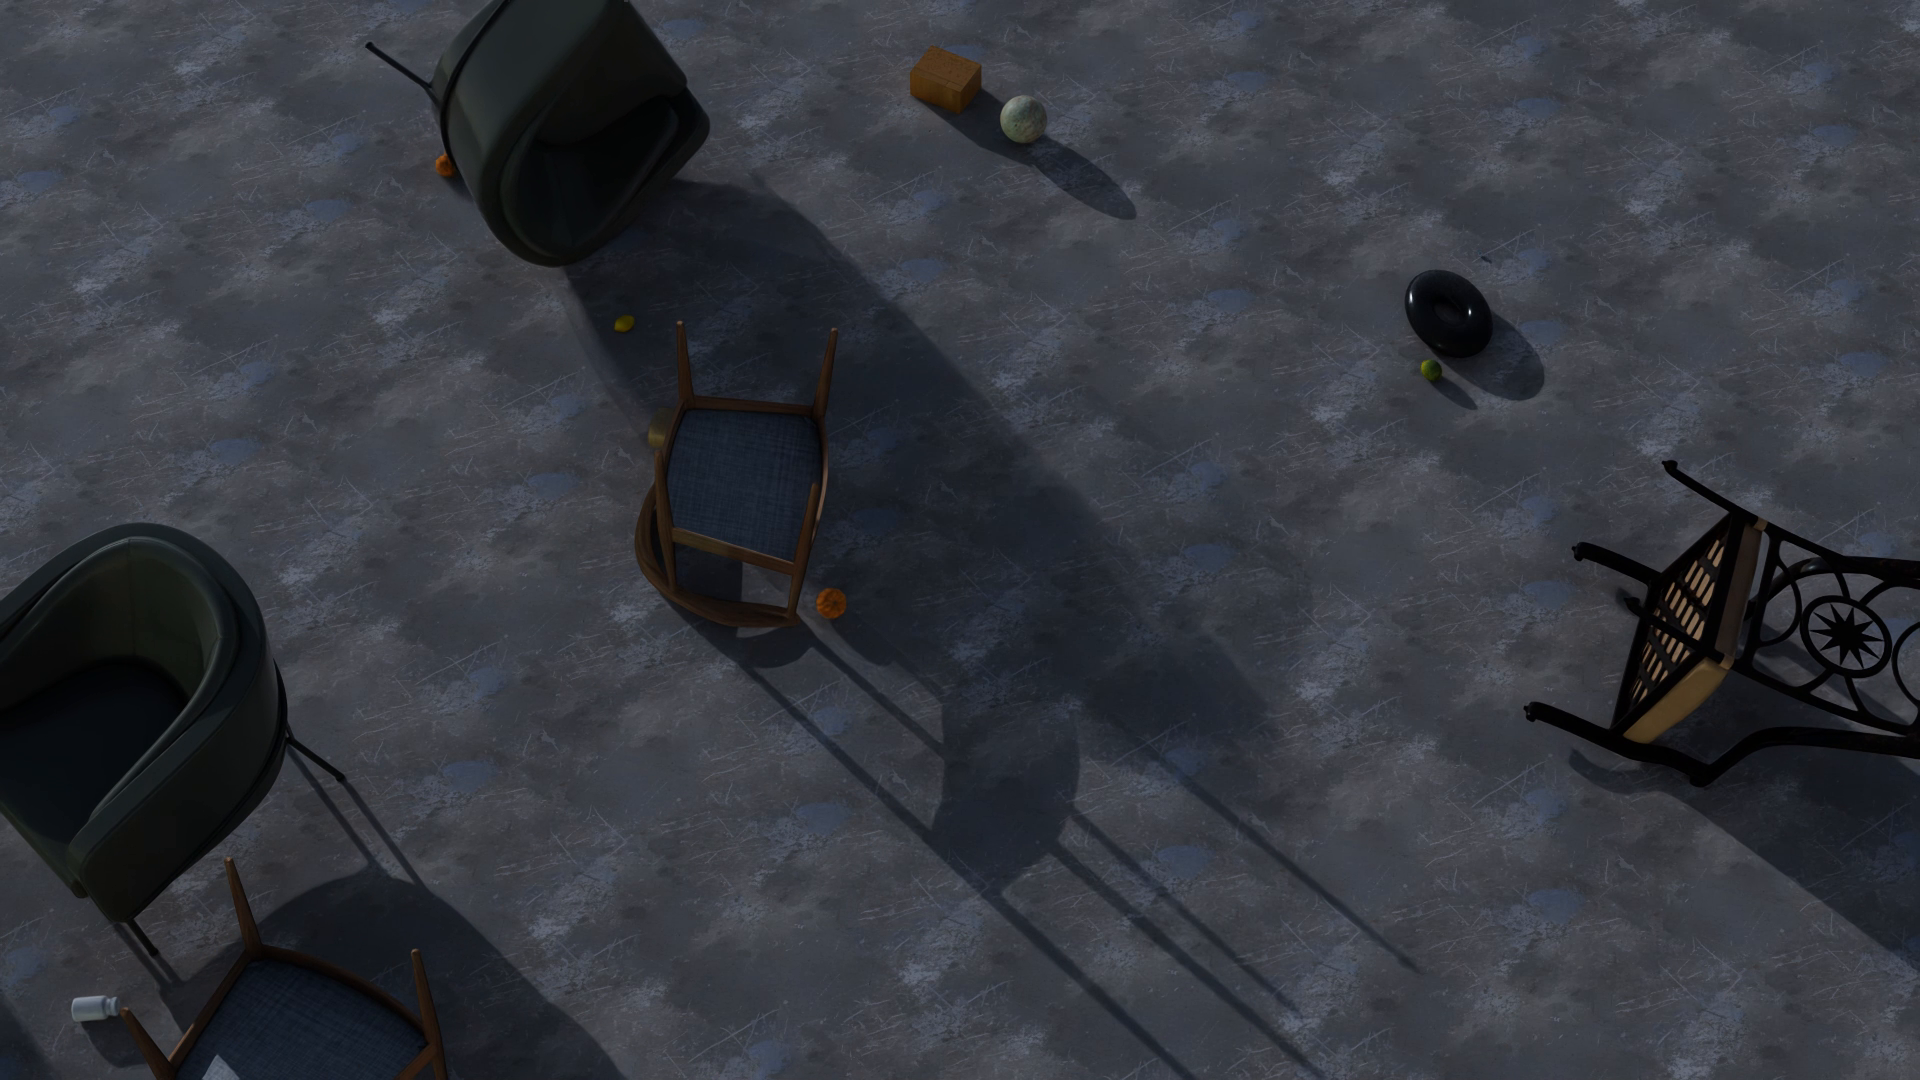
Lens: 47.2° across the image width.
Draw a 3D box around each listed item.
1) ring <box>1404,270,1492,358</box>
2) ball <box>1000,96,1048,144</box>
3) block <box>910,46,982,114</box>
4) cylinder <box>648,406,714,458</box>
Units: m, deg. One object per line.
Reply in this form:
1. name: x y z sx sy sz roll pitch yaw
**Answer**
1. ring: 1.557 -0.723 7.009 0.264 0.084 0.350 -14 58 -10
2. ball: 0.216 -1.422 7.433 0.159 0.159 0.159 0 56 0
3. block: -0.049 -1.586 7.574 0.196 0.106 0.151 25 60 16
4. cylinder: -0.850 -0.330 6.702 0.148 0.128 0.180 12 13 8
